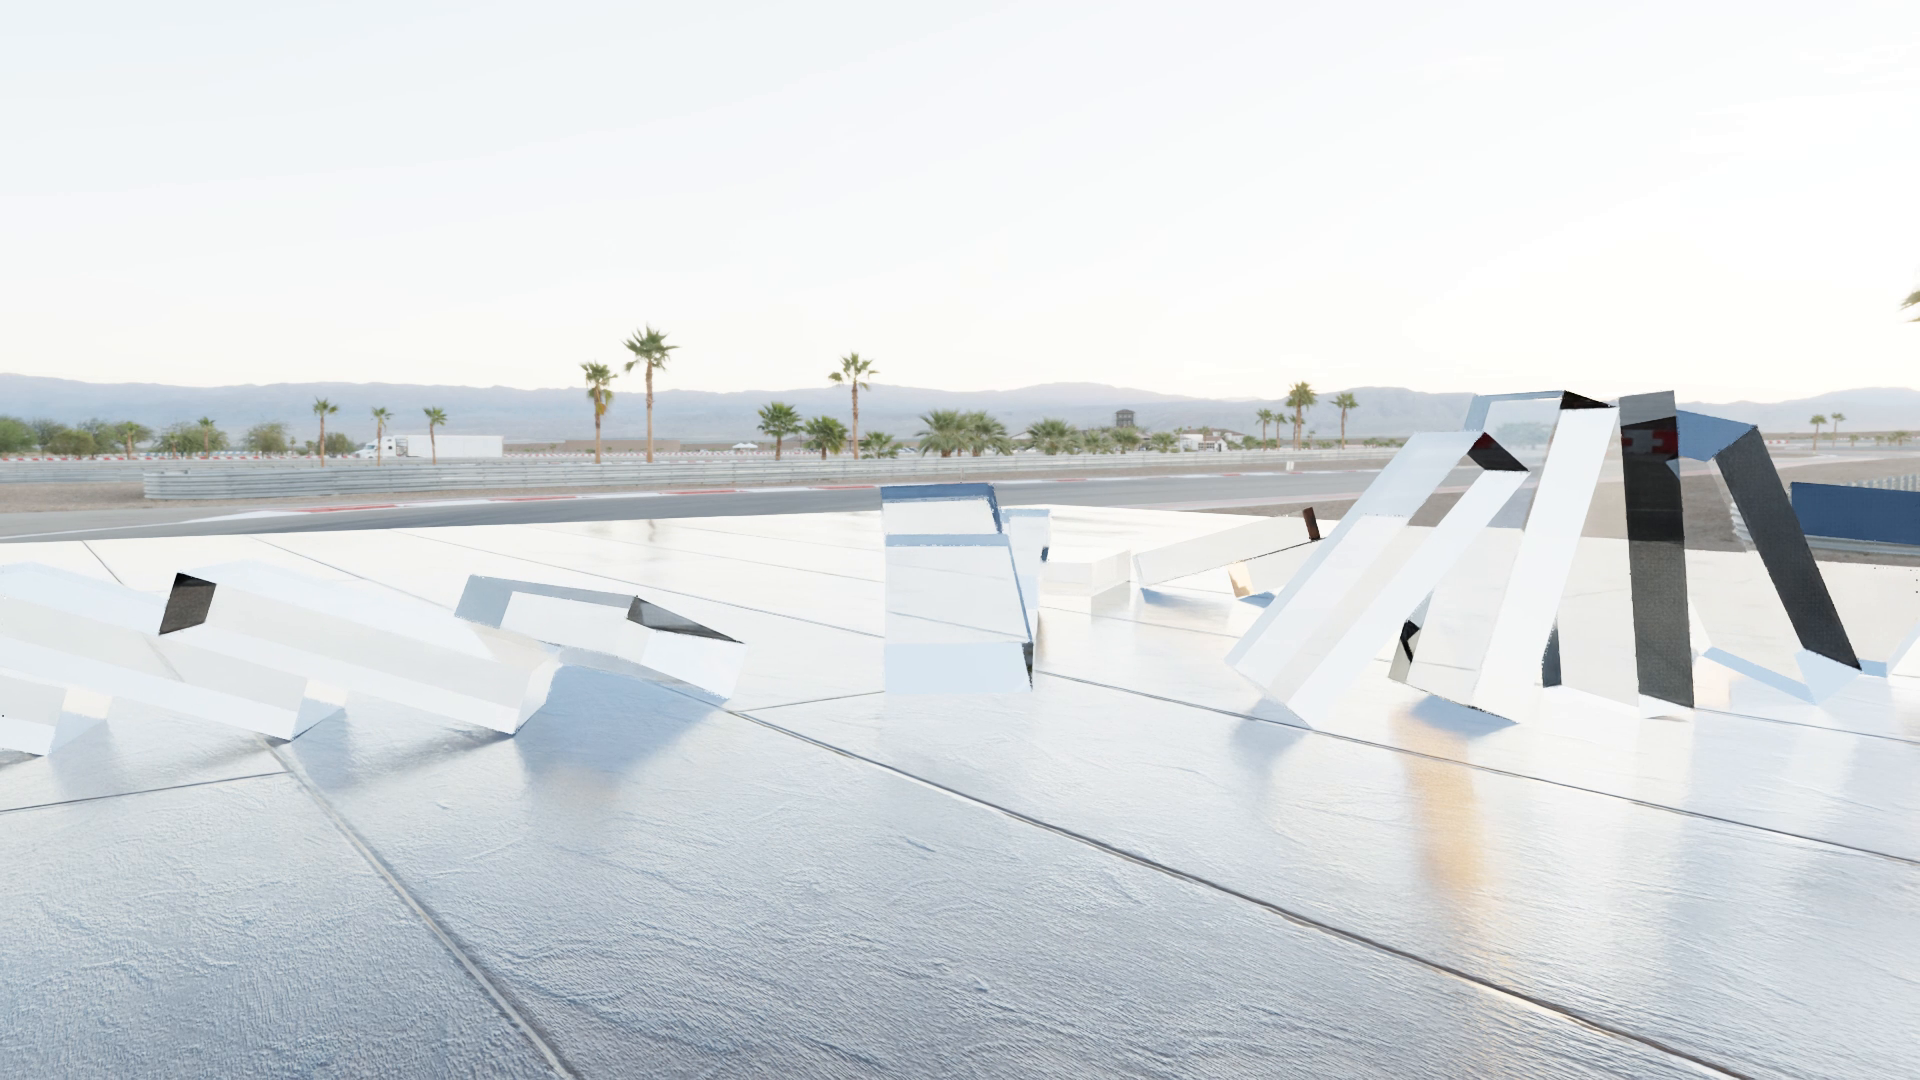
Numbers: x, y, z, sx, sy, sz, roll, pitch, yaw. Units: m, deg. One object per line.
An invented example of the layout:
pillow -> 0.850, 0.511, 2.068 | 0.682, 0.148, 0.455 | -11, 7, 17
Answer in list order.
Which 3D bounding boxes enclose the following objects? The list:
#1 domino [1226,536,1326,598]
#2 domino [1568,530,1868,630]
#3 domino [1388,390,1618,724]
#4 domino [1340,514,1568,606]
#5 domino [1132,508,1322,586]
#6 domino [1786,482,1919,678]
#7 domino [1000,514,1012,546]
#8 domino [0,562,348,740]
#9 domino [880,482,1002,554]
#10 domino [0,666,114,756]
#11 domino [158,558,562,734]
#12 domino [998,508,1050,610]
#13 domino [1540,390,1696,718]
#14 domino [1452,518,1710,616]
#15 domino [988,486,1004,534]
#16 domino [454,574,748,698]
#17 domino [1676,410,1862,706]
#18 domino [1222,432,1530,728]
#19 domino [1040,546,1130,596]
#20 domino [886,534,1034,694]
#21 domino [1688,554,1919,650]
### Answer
domino -> 0.101, 0.004, 0.349 | 0.050, 0.009, 0.025 | -19, -7, 32
domino -> 0.163, 0.009, 0.280 | 0.025, 0.009, 0.050 | -3, -13, -32
domino -> 0.086, 0.002, 0.206 | 0.009, 0.050, 0.025 | 16, 2, -10
domino -> 0.127, 0.005, 0.331 | 0.050, 0.009, 0.025 | -20, -8, 35
domino -> 0.076, 0.002, 0.368 | 0.050, 0.009, 0.025 | -15, -3, 3
domino -> 0.151, 0.008, 0.220 | 0.025, 0.009, 0.050 | 7, -25, 23
domino -> 0.000, 0.007, 0.321 | 0.025, 0.009, 0.050 | 0, 21, 0
domino -> -0.120, 0.016, 0.191 | 0.050, 0.009, 0.025 | 17, 1, -10
domino -> -0.003, 0.004, 0.279 | 0.025, 0.009, 0.050 | -2, 33, -7
domino -> -0.150, 0.017, 0.179 | 0.050, 0.010, 0.025 | 17, -1, -19
domino -> -0.089, 0.016, 0.195 | 0.050, 0.009, 0.025 | 17, 1, -8
domino -> 0.011, 0.004, 0.354 | 0.025, 0.010, 0.050 | 1, 21, 8
domino -> 0.105, 0.001, 0.209 | 0.010, 0.050, 0.025 | -7, 5, -8
domino -> 0.148, 0.007, 0.308 | 0.025, 0.010, 0.050 | -4, -13, -44
domino -> -0.002, 0.004, 0.298 | 0.025, 0.009, 0.050 | -1, 32, -5
domino -> -0.063, 0.016, 0.223 | 0.050, 0.009, 0.025 | 4, -19, 41
domino -> 0.127, 0.002, 0.212 | 0.009, 0.050, 0.025 | -36, 19, -2
domino -> 0.065, 0.005, 0.203 | 0.009, 0.050, 0.025 | 40, 1, -6
domino -> 0.033, 0.009, 0.384 | 0.025, 0.009, 0.050 | 2, 5, 20
domino -> -0.001, 0.012, 0.241 | 0.025, 0.009, 0.050 | 0, 22, -3
domino -> 0.174, 0.011, 0.249 | 0.025, 0.010, 0.050 | -2, -14, -27
